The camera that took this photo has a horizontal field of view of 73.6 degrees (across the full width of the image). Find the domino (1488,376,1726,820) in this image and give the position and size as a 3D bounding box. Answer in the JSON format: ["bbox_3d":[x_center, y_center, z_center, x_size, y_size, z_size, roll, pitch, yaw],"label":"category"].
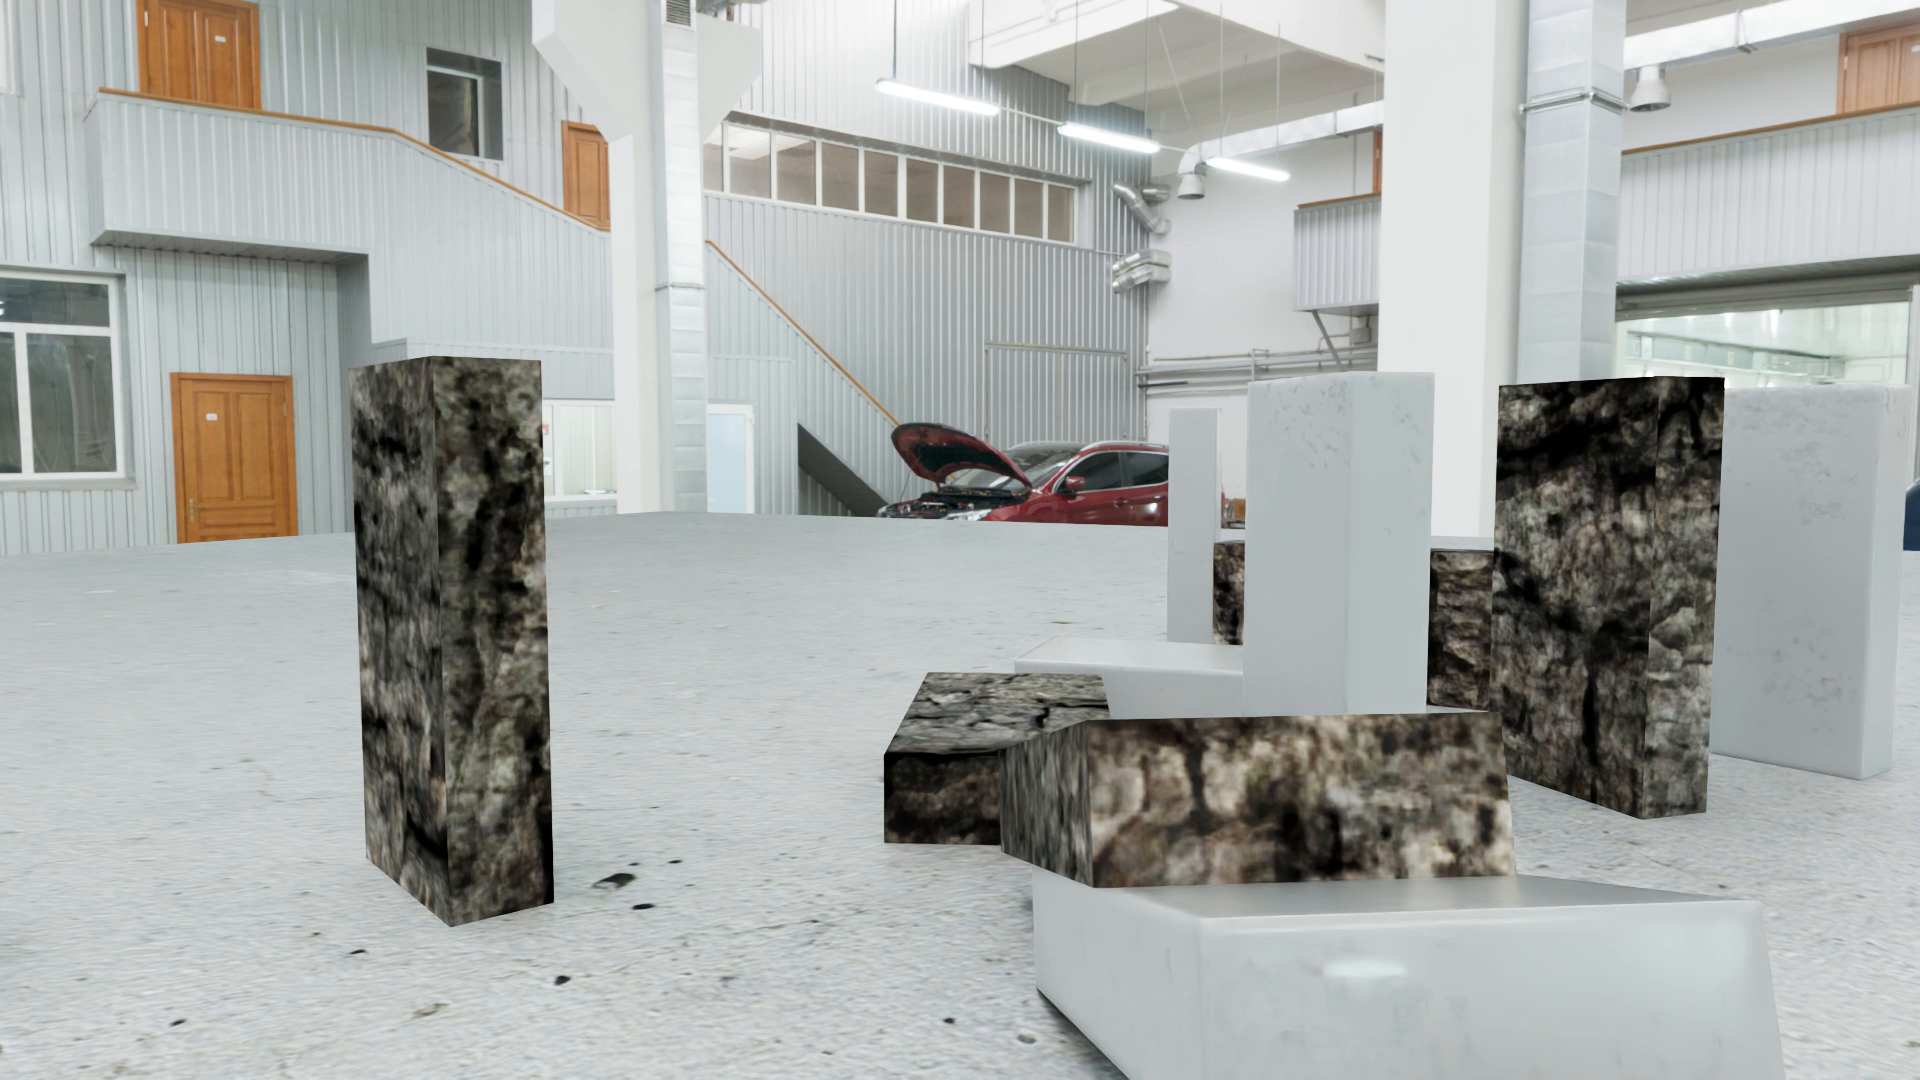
[{"bbox_3d":[0.078,0.006,0.157,0.010,0.050,0.025,-1,5,-18],"label":"domino"}]

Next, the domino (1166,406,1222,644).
[{"bbox_3d":[0.050,-0.003,0.273,0.009,0.050,0.025,1,4,14],"label":"domino"}]

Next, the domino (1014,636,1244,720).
[{"bbox_3d":[0.036,0.023,0.201,0.050,0.010,0.025,1,5,19],"label":"domino"}]

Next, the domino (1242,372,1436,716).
[{"bbox_3d":[0.043,0.006,0.148,0.009,0.050,0.025,-1,4,-13],"label":"domino"}]

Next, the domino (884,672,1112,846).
[{"bbox_3d":[0.006,0.026,0.161,0.025,0.010,0.050,0,4,4],"label":"domino"}]

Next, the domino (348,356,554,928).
[{"bbox_3d":[-0.049,0.008,0.124,0.009,0.050,0.025,-4,6,-40],"label":"domino"}]

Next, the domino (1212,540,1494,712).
[{"bbox_3d":[0.069,0.014,0.219,0.050,0.025,0.009,3,5,31],"label":"domino"}]

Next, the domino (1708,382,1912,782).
[{"bbox_3d":[0.110,0.005,0.173,0.010,0.050,0.025,-3,5,-36],"label":"domino"}]

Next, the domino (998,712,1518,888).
[{"bbox_3d":[0.018,0.020,0.099,0.025,0.010,0.050,-1,-11,-4],"label":"domino"}]

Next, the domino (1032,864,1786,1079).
[{"bbox_3d":[0.020,0.025,0.078,0.025,0.010,0.050,0,-11,-5],"label":"domino"}]
